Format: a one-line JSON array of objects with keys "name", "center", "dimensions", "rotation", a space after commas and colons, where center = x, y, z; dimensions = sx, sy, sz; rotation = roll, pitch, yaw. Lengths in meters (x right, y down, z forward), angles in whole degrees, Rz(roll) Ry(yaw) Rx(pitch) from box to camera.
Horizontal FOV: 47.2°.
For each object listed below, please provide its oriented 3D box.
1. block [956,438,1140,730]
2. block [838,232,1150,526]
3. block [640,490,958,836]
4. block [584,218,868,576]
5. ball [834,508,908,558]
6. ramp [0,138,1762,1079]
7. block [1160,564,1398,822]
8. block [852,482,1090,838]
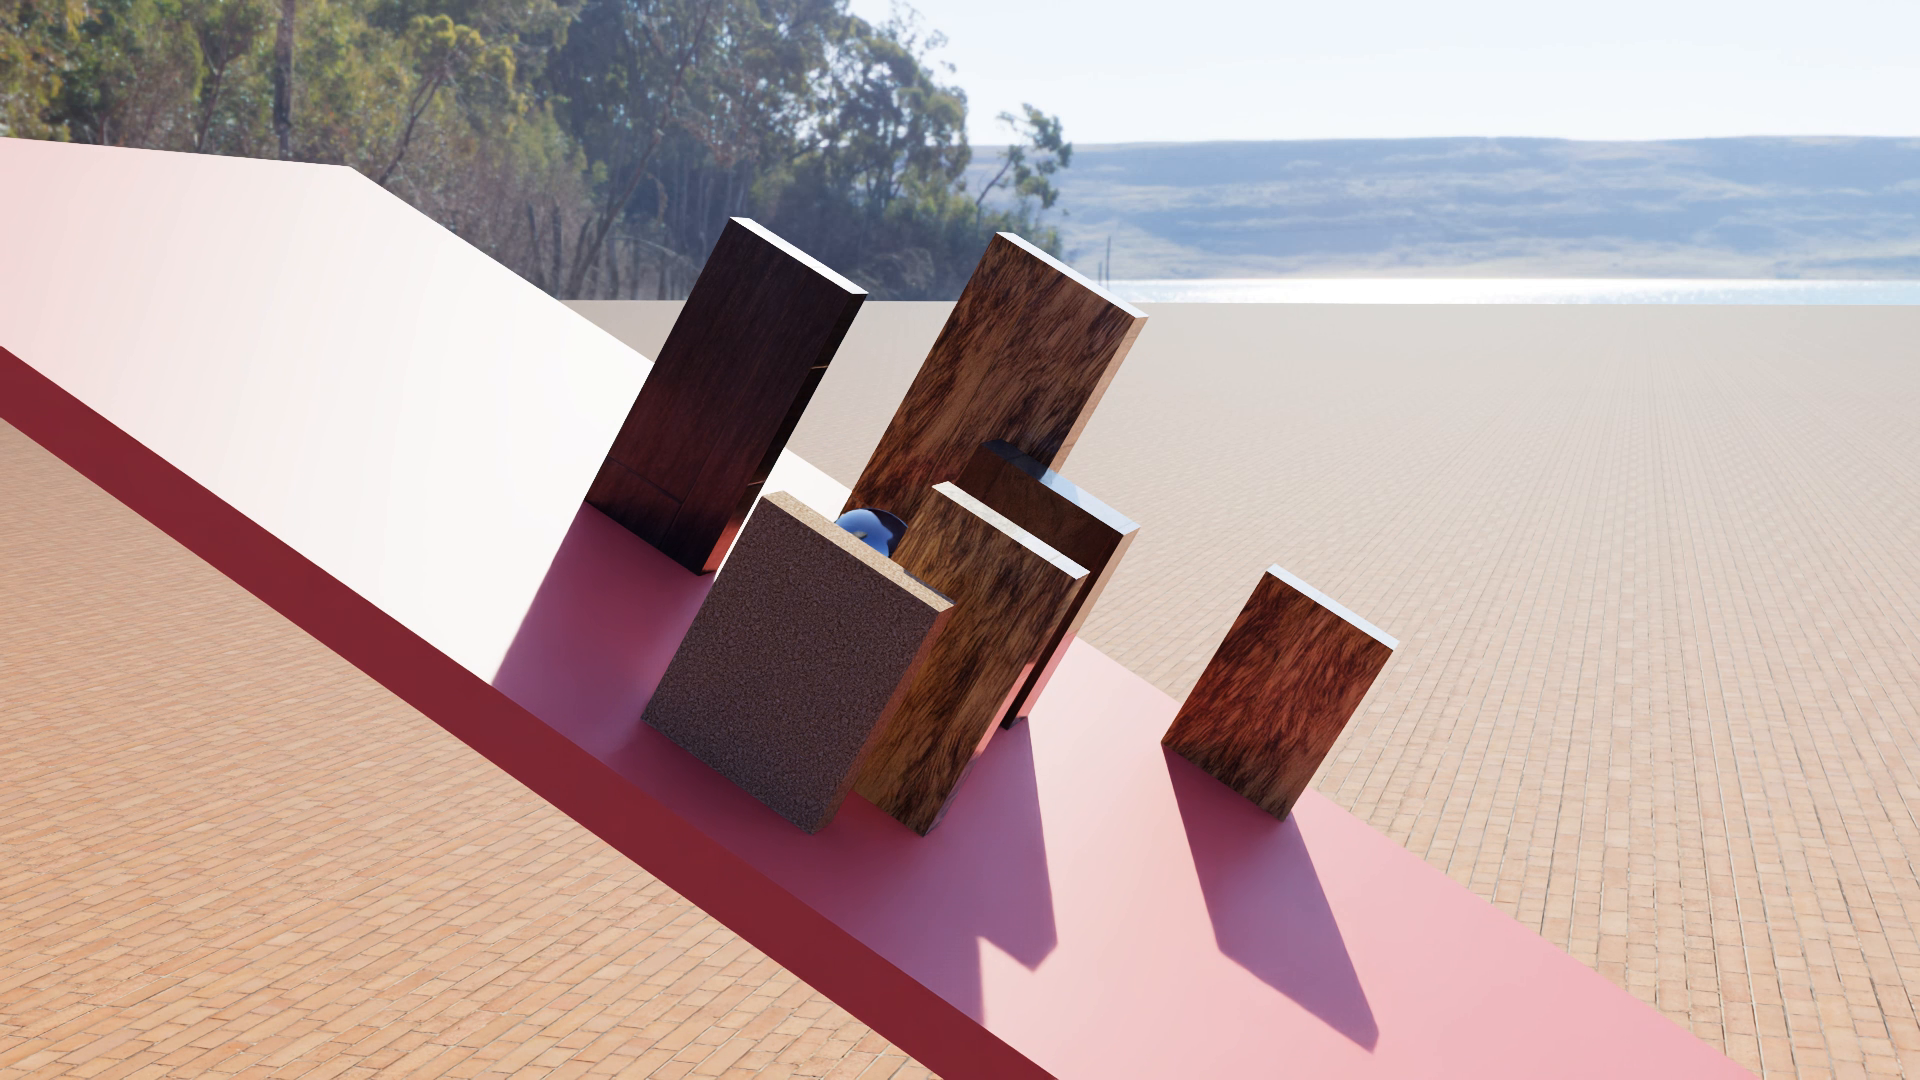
[{"name": "block", "center": [0.085, 0.083, 4.254], "dimensions": [0.326, 0.446, 0.148], "rotation": [33, 15, 11]}, {"name": "block", "center": [0.038, -0.201, 4.454], "dimensions": [0.327, 0.775, 0.124], "rotation": [33, 15, 11]}, {"name": "block", "center": [-0.248, 0.185, 3.345], "dimensions": [0.324, 0.407, 0.089], "rotation": [33, 15, 11]}, {"name": "block", "center": [-0.439, -0.264, 4.083], "dimensions": [0.271, 0.607, 0.090], "rotation": [33, 15, 11]}, {"name": "ball", "center": [-0.183, 0.039, 4.364], "dimensions": [0.206, 0.206, 0.206], "rotation": [0, 7, 0]}, {"name": "ramp", "center": [-0.179, 0.294, 4.125], "dimensions": [4.000, 0.100, 2.000], "rotation": [33, 15, 11]}, {"name": "block", "center": [0.669, 0.319, 4.612], "dimensions": [0.304, 0.434, 0.113], "rotation": [33, 15, 11]}, {"name": "block", "center": [-0.039, 0.192, 3.543], "dimensions": [0.274, 0.498, 0.087], "rotation": [33, 15, 11]}]
